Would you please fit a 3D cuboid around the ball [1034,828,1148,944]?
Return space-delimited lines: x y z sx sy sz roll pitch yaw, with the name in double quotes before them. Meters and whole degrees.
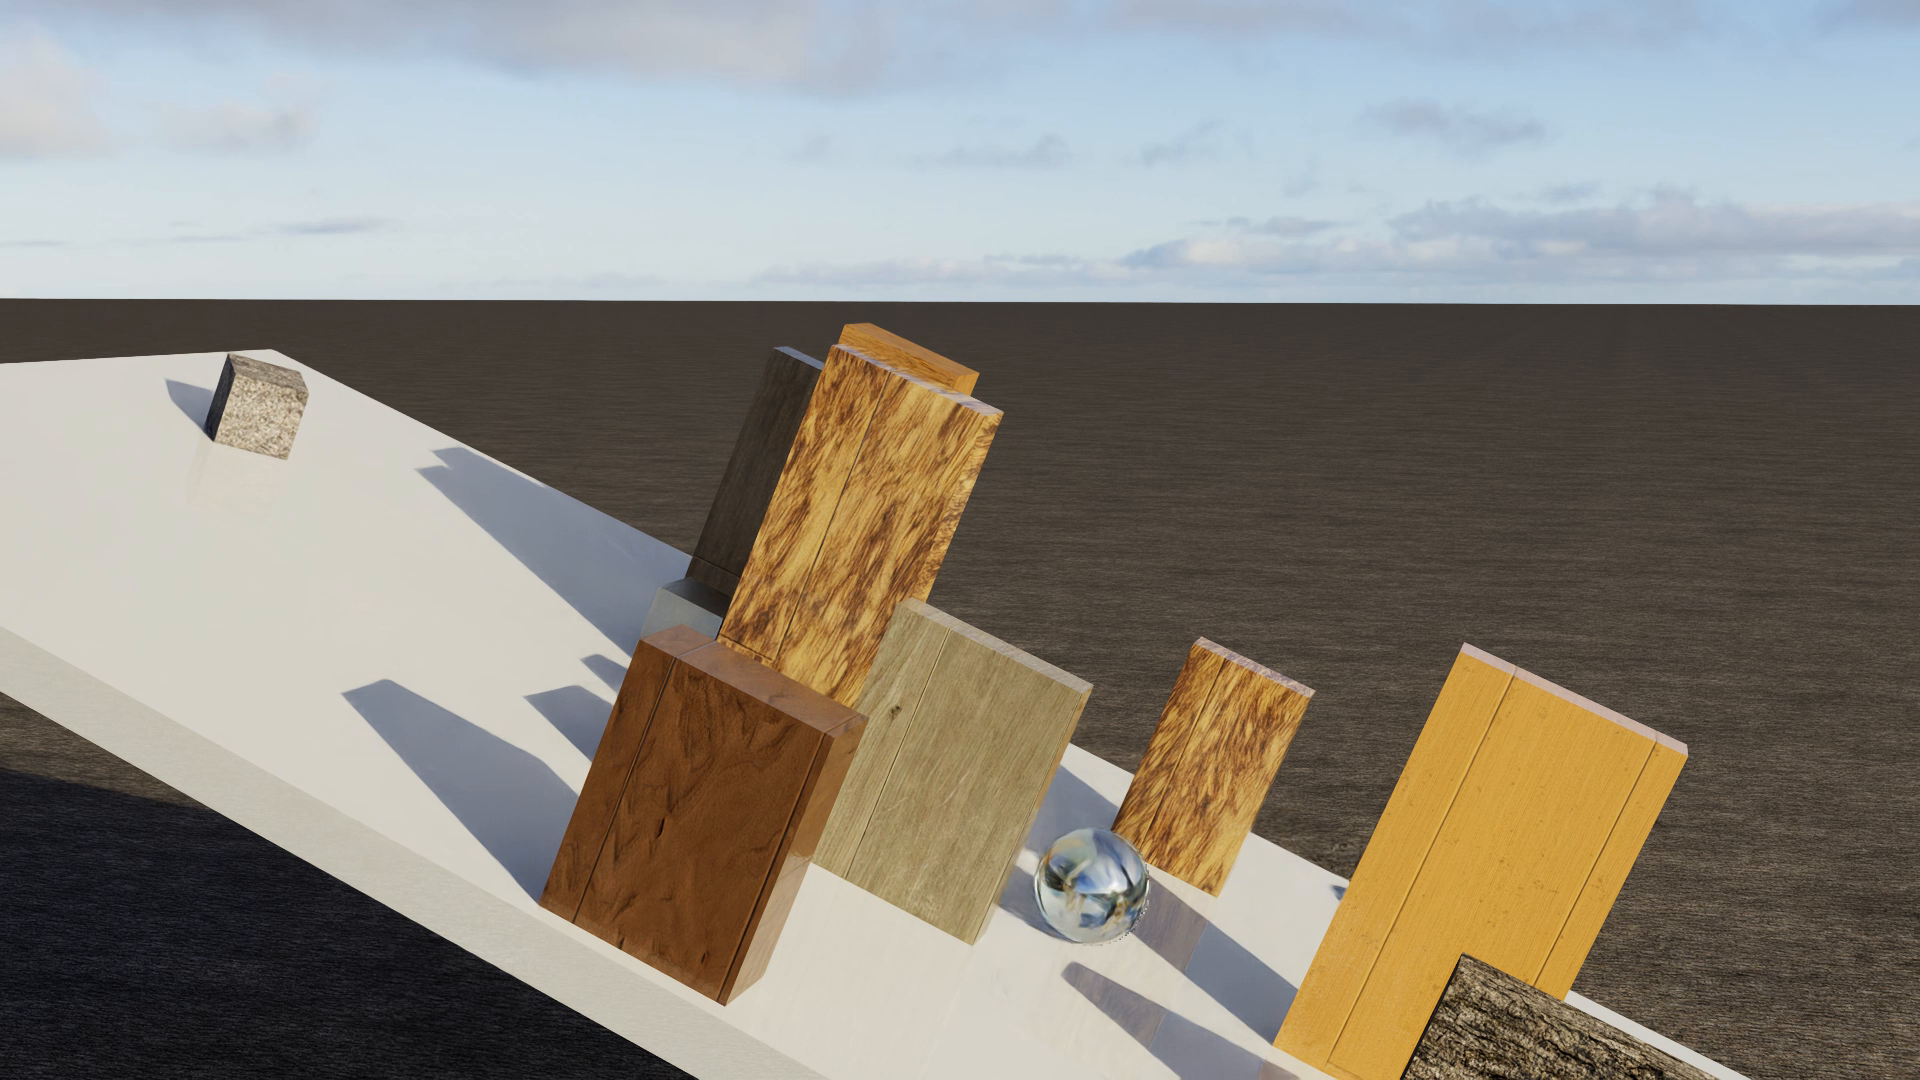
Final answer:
"ball" 0.236 0.622 3.958 0.206 0.206 0.206 0 7 0

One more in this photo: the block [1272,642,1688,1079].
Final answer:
"block" 0.884 0.616 3.777 0.401 0.780 0.095 25 13 13

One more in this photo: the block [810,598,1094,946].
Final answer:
"block" -0.031 0.397 3.785 0.352 0.489 0.080 25 13 13

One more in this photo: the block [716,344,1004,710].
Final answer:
"block" -0.223 0.044 4.244 0.327 0.775 0.124 25 13 13

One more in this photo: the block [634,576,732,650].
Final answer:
"block" -0.548 0.186 4.522 0.153 0.153 0.153 26 13 13

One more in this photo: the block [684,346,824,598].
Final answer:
"block" -0.392 -0.097 4.909 0.271 0.607 0.090 25 13 13

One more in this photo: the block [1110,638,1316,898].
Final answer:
"block" 0.509 0.463 4.486 0.255 0.459 0.084 25 13 13

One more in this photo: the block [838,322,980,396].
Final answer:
"block" -0.241 -0.020 4.431 0.252 0.794 0.143 25 13 13

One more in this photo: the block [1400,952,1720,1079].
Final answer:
"block" 0.864 0.918 3.307 0.437 0.431 0.093 25 13 13

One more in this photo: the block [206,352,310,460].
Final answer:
"block" -1.531 -0.291 4.793 0.159 0.159 0.159 15 15 -29

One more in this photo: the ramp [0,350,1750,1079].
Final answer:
"ramp" -0.294 0.515 4.187 4.000 0.100 2.000 25 13 13

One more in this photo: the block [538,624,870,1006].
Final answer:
"block" -0.382 0.404 3.267 0.326 0.446 0.148 25 13 13
